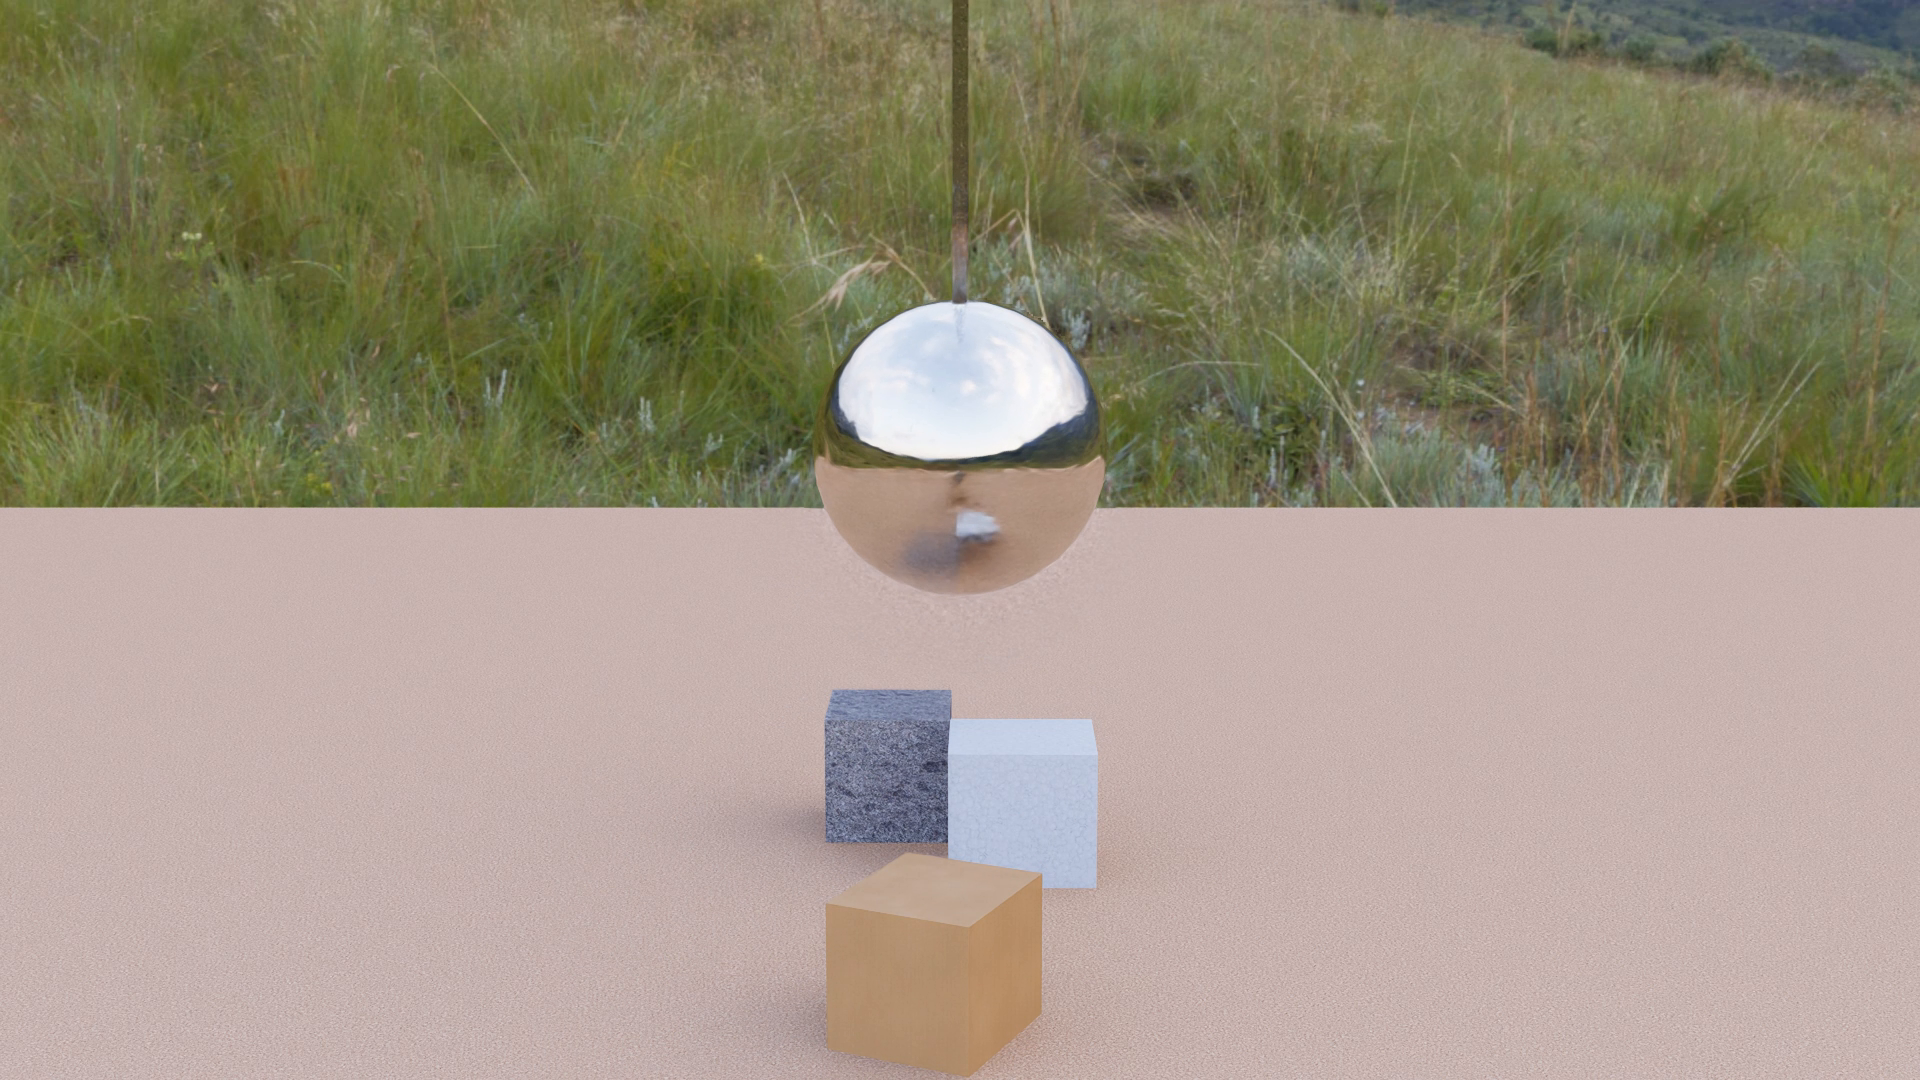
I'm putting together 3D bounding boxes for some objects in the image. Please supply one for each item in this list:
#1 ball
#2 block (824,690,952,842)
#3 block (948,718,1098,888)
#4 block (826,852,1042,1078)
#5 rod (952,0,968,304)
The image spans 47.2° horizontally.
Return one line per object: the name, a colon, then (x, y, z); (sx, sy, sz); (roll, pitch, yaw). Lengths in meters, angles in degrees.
ball: (0.000, -0.499, 11.883); (1.600, 1.600, 1.600); (0, 10, 0)
block: (-0.362, 1.162, 11.383); (0.628, 0.640, 0.622); (0, 10, 1)
block: (0.300, 1.275, 10.720); (0.705, 0.656, 0.646); (0, 10, 1)
block: (-0.094, 1.667, 8.729); (0.614, 0.598, 0.688); (5, 11, 25)
rod: (0.000, -3.737, 10.845); (0.080, 5.200, 0.080); (0, 18, 0)
